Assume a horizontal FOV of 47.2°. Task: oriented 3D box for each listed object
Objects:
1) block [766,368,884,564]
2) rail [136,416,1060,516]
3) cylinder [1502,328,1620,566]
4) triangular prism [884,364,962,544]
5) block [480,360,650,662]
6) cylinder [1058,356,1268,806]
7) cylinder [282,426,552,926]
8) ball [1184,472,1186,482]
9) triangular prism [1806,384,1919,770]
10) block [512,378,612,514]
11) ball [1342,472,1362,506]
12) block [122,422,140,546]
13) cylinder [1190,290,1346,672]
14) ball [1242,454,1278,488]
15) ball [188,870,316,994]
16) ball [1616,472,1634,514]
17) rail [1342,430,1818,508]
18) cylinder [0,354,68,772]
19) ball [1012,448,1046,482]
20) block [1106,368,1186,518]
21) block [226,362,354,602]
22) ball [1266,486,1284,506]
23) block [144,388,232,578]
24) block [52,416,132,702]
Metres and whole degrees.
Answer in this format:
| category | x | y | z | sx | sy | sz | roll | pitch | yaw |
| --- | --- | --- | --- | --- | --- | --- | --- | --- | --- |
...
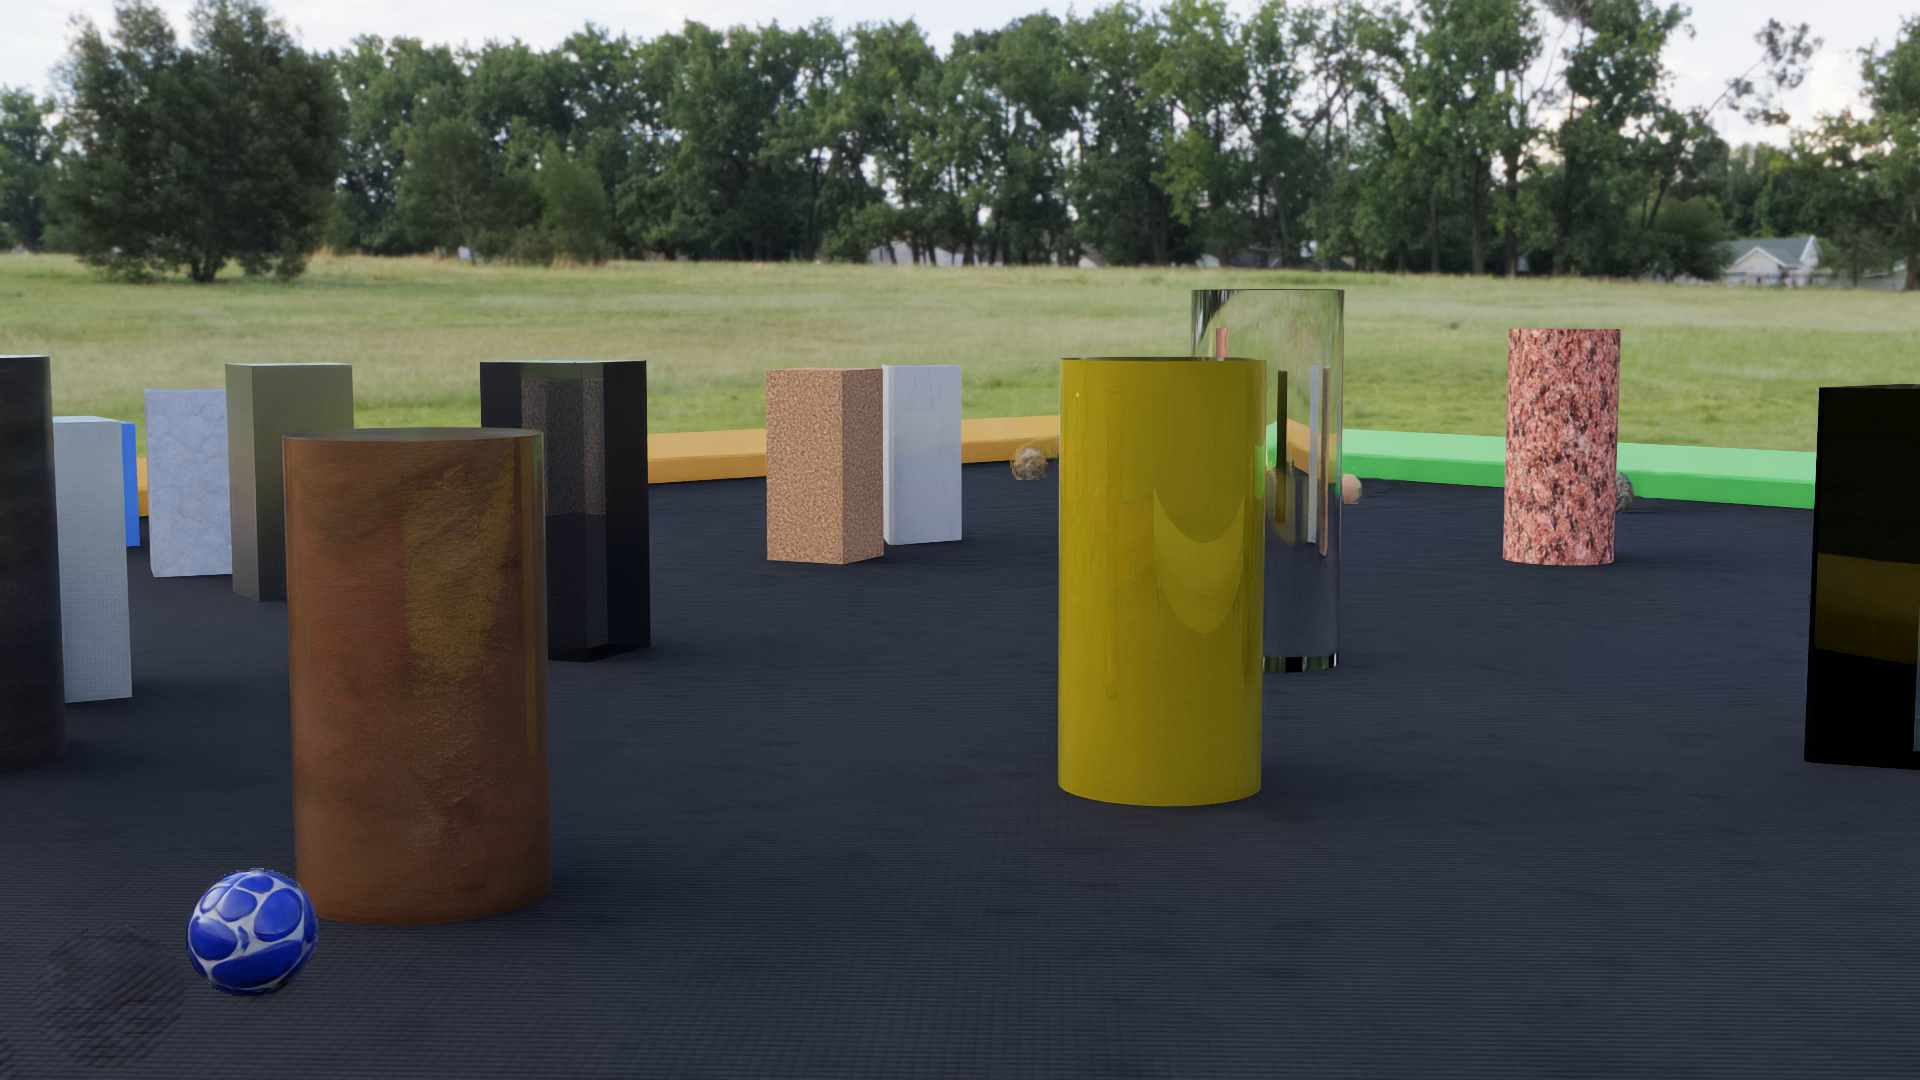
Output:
| category | x | y | z | sx | sy | sz | roll | pitch | yaw |
| --- | --- | --- | --- | --- | --- | --- | --- | --- | --- |
| block | -0.240 | -0.136 | 3.921 | 0.153 | 0.337 | 0.153 | 3 | 7 | 25 |
| rail | -1.485 | -0.136 | 4.932 | 4.918 | 0.124 | 0.045 | -6 | 8 | -42 |
| cylinder | 1.065 | -0.169 | 3.894 | 0.191 | 0.408 | 0.191 | 0 | 6 | 0 |
| triangular prism | -0.106 | -0.169 | 4.236 | 0.165 | 0.336 | 0.143 | -4 | 8 | -37 |
| block | -0.509 | -0.043 | 2.850 | 0.153 | 0.377 | 0.153 | 3 | 7 | 23 |
| cylinder | 0.187 | 0.031 | 2.046 | 0.191 | 0.398 | 0.191 | 0 | 6 | 0 |
| cylinder | -0.409 | 0.095 | 1.668 | 0.191 | 0.351 | 0.191 | 0 | 6 | 0 |
| ball | 0.538 | -0.155 | 5.475 | 0.050 | 0.050 | 0.050 | 0 | 6 | 0 |
| triangular prism | 0.936 | 0.032 | 2.184 | 0.165 | 0.368 | 0.143 | 2 | 6 | 21 |
| block | -0.883 | -0.212 | 4.880 | 0.153 | 0.288 | 0.153 | 4 | 7 | 33 |
| ball | 0.874 | -0.115 | 4.985 | 0.073 | 0.073 | 0.073 | 0 | 6 | 0 |
| block | -1.649 | -0.106 | 4.142 | 0.153 | 0.230 | 0.153 | -4 | 7 | -35 |
| cylinder | 0.383 | -0.079 | 2.764 | 0.191 | 0.467 | 0.191 | 0 | 6 | 0 |
| ball | 0.746 | -0.173 | 5.465 | 0.086 | 0.086 | 0.086 | 0 | 6 | 0 |
| ball | -0.461 | 0.256 | 1.433 | 0.080 | 0.080 | 0.080 | 0 | 6 | 0 |
| ball | 1.409 | -0.103 | 4.759 | 0.095 | 0.095 | 0.095 | 0 | 6 | 0 |
| rail | 1.790 | -0.141 | 4.975 | 0.045 | 0.124 | 4.426 | -6 | 8 | -42 |
| cylinder | -0.991 | 0.019 | 2.166 | 0.191 | 0.397 | 0.191 | 0 | 6 | 0 |
| ball | 0.180 | -0.196 | 5.671 | 0.089 | 0.089 | 0.089 | 0 | 6 | 0 |
| block | 0.401 | -0.211 | 4.746 | 0.153 | 0.314 | 0.153 | 0 | 6 | -1 |
| block | -1.042 | -0.095 | 3.430 | 0.153 | 0.358 | 0.153 | -4 | 7 | -33 |
| ball | 0.714 | -0.101 | 4.989 | 0.044 | 0.044 | 0.044 | 0 | 6 | 0 |
| block | -1.296 | -0.101 | 3.735 | 0.153 | 0.307 | 0.153 | -2 | 6 | -22 |
| block | -1.057 | 0.020 | 2.534 | 0.153 | 0.317 | 0.153 | -4 | 7 | -32 |
